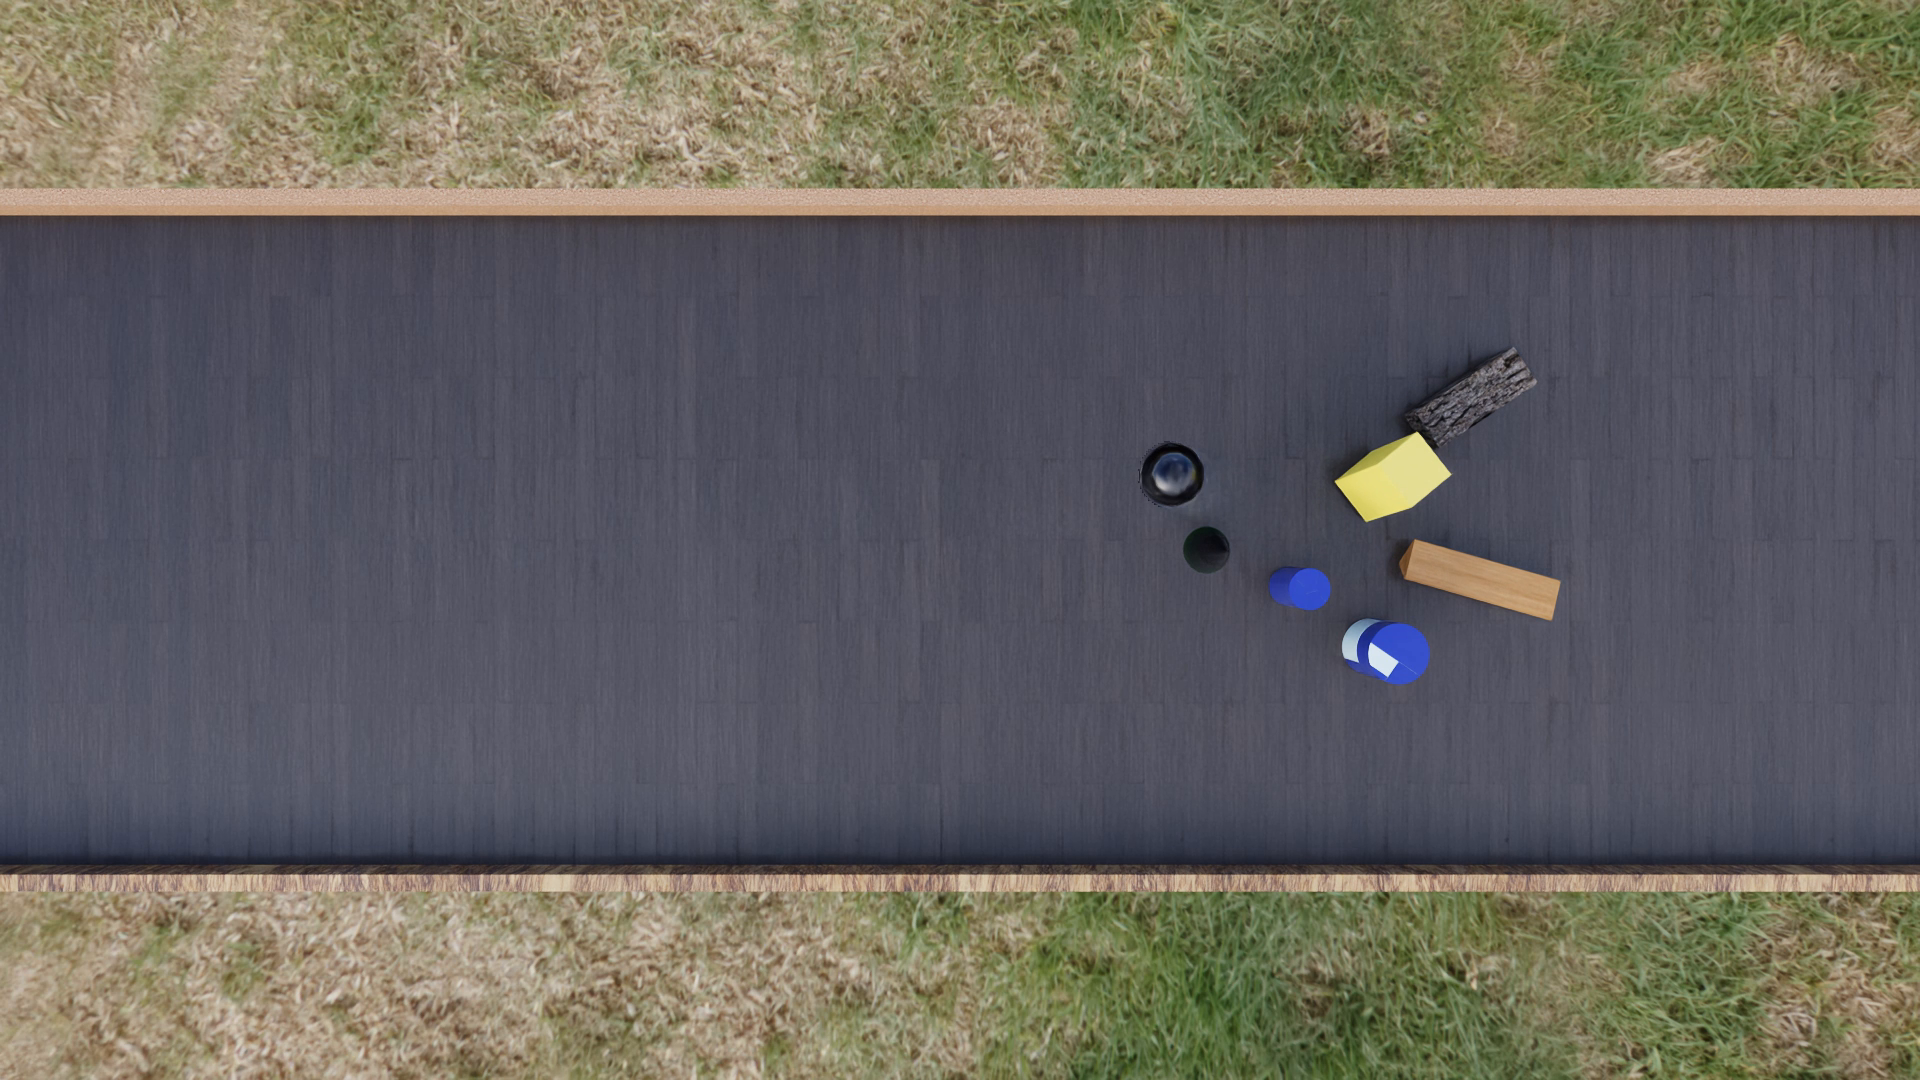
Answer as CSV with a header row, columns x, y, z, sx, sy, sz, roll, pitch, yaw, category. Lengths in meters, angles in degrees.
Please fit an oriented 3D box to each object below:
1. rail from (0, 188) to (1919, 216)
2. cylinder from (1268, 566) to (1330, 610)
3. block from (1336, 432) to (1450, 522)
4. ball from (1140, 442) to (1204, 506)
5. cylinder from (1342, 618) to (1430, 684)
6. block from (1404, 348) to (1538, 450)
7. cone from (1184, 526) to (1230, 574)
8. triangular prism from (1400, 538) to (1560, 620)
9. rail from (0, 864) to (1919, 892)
x,y,z,sx,sy,sz,roll,pitch,yaw,category
-2.247,-1.025,5.002,12.000,0.150,0.050,0,90,0,rail
1.011,0.142,4.921,0.121,0.312,0.121,0,90,0,cylinder
1.280,-0.184,4.896,0.157,0.338,0.157,-38,90,-10,block
0.641,-0.197,4.981,0.191,0.191,0.191,0,90,0,ball
1.264,0.328,4.912,0.177,0.329,0.177,0,90,0,cylinder
1.550,-0.427,5.011,0.354,0.131,0.131,-33,90,0,block
0.759,0.031,4.883,0.144,0.387,0.144,0,90,0,cone
1.571,0.137,4.995,0.458,0.124,0.108,16,52,0,triangular prism
-2.247,1.025,5.001,12.000,0.150,0.050,0,90,0,rail
